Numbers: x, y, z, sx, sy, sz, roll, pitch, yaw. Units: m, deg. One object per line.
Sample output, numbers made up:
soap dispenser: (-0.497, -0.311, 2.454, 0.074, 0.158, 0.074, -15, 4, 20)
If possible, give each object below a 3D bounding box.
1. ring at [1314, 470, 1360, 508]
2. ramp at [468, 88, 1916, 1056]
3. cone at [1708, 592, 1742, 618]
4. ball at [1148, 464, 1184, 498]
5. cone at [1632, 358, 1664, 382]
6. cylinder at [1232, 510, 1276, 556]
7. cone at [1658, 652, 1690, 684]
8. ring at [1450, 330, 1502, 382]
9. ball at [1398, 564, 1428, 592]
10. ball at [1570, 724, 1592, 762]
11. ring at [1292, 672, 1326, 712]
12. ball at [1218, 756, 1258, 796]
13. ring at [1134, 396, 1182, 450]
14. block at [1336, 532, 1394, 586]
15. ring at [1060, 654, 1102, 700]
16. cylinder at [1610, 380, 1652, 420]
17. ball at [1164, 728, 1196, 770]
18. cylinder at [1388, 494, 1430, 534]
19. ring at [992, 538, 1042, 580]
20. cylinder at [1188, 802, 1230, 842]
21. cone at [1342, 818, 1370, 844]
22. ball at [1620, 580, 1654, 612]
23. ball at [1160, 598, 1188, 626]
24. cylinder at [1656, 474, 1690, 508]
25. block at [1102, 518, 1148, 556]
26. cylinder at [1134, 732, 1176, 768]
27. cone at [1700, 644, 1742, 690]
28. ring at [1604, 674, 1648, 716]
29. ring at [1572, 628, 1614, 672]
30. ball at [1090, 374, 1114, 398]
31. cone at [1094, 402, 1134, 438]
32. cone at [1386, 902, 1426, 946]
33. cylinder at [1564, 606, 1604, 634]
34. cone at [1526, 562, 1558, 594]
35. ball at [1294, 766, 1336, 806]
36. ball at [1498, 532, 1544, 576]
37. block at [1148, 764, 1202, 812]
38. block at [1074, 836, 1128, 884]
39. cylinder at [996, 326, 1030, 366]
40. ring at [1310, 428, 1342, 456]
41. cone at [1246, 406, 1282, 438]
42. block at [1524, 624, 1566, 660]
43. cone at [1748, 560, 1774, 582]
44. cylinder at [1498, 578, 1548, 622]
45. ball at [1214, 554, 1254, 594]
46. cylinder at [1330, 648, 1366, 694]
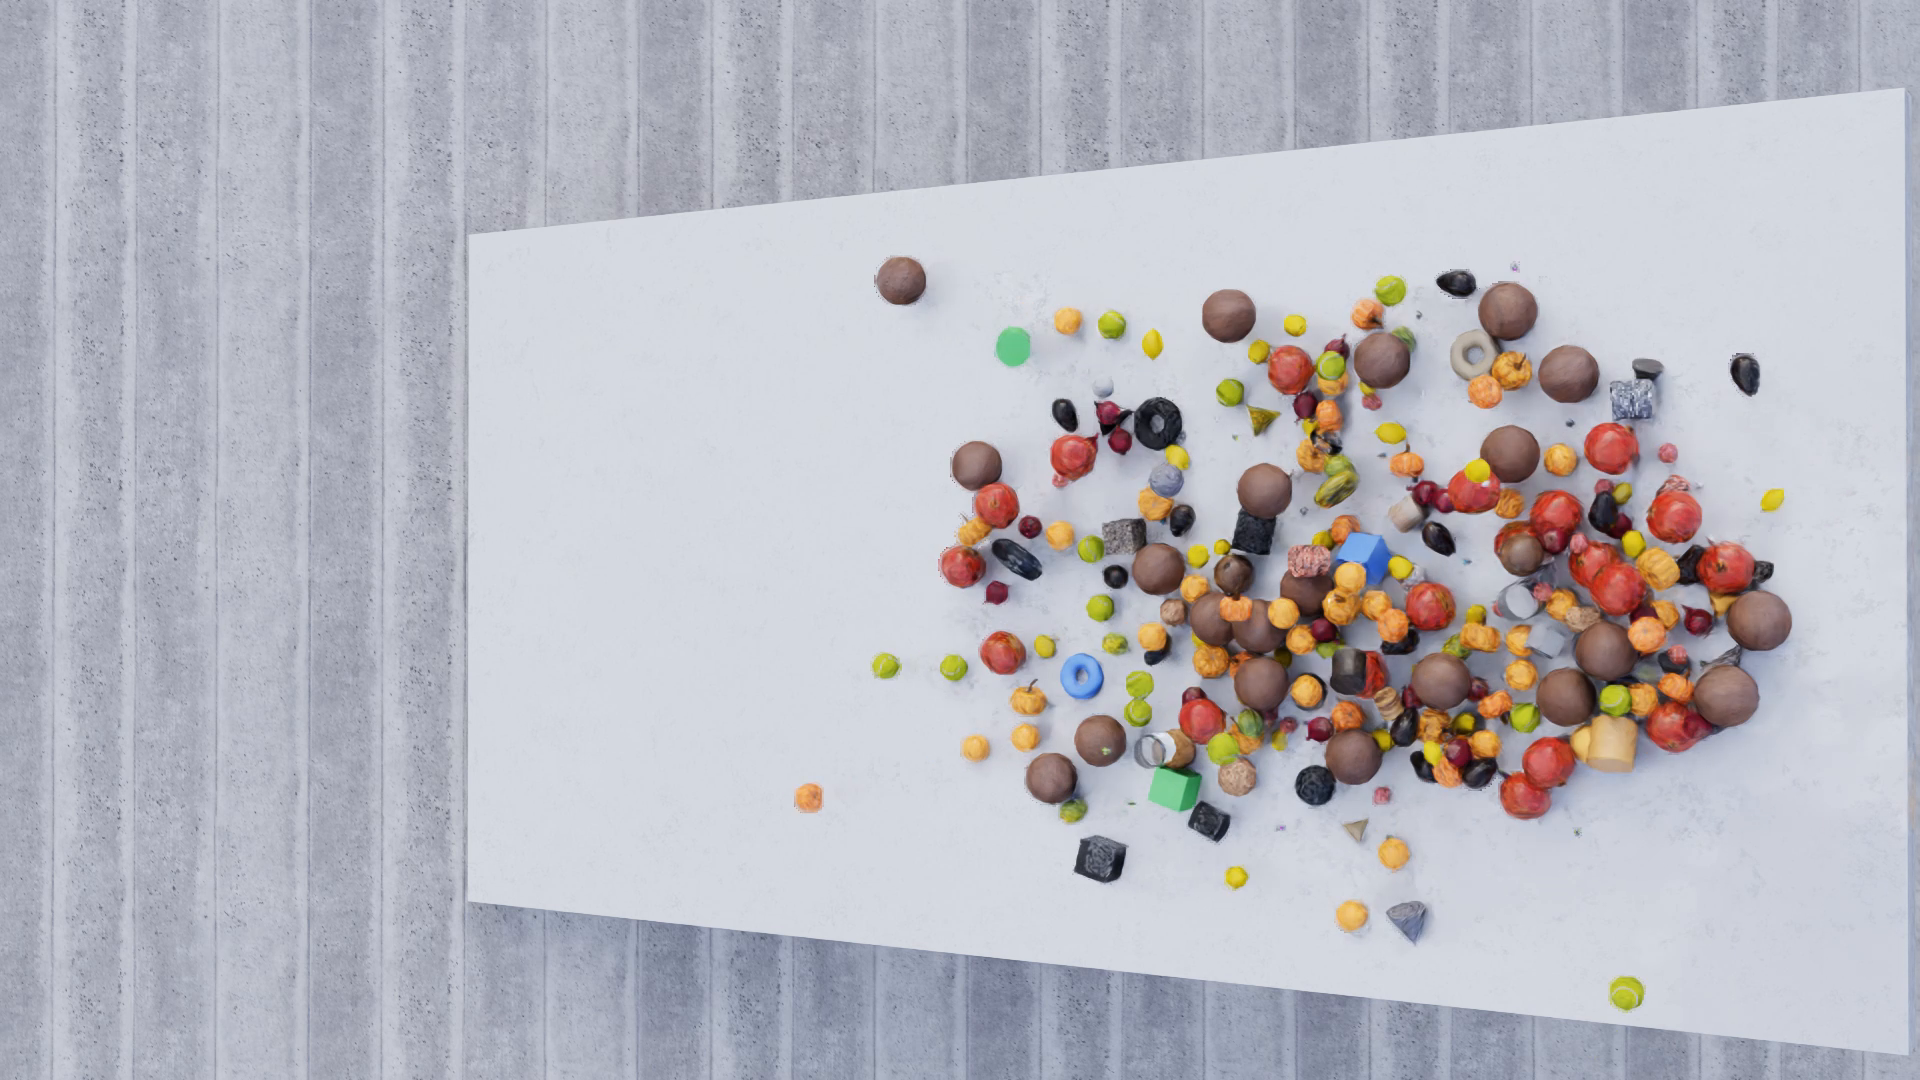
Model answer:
ring: (0.868, -0.116, 5.064, 0.117, 0.117, 0.039, -34, 70, 0)
ramp: (0.266, 0.073, 5.615, 4.000, 0.100, 2.000, 0, 89, 31)
cone: (1.641, 0.131, 4.697, 0.063, 0.063, 0.063, -15, 89, 9)
ball: (0.486, -0.140, 5.178, 0.081, 0.081, 0.081, 0, 89, 0)
cone: (1.498, -0.350, 4.804, 0.069, 0.069, 0.069, -1, 120, 0)
cylinder: (0.701, -0.018, 5.243, 0.091, 0.091, 0.091, 12, 96, 0)
cone: (1.543, 0.288, 4.773, 0.067, 0.067, 0.067, 0, 121, 0)
ring: (1.171, -0.418, 4.996, 0.120, 0.040, 0.120, 1, 92, 30)
ball: (1.039, 0.087, 5.044, 0.067, 0.067, 0.067, 0, 89, 0)
ball: (1.385, 0.447, 4.833, 0.087, 0.087, 0.087, 0, 89, 0)
ring: (0.825, 0.360, 5.200, 0.093, 0.031, 0.093, 0, 90, 38)
ball: (0.663, 0.566, 5.259, 0.094, 0.094, 0.094, 0, 89, 0)
ring: (0.485, -0.286, 5.404, 0.131, 0.044, 0.131, 1, 92, 35)
block: (0.933, 0.043, 5.073, 0.082, 0.082, 0.082, -56, 132, -26)
ring: (0.305, 0.342, 5.509, 0.116, 0.039, 0.116, -1, 88, 30)
cylinder: (1.458, -0.305, 4.775, 0.085, 0.085, 0.085, -2, 89, 19)
ball: (0.526, 0.507, 5.340, 0.098, 0.098, 0.098, 0, 89, 0)
cylinder: (1.032, -0.061, 5.060, 0.068, 0.068, 0.068, -39, 90, 25)
ring: (0.144, 0.048, 5.550, 0.147, 0.147, 0.049, 35, 81, 0)
cylinder: (0.602, 0.678, 5.297, 0.073, 0.073, 0.073, 26, 89, 31)
cone: (0.933, 0.670, 5.136, 0.060, 0.060, 0.060, -39, 90, -4)
ball: (1.475, 0.121, 4.791, 0.071, 0.071, 0.071, 0, 89, 0)
ball: (0.521, 0.175, 5.363, 0.069, 0.069, 0.069, 0, 89, 0)
cylinder: (1.533, -0.105, 4.727, 0.052, 0.052, 0.052, 45, 73, 0)
block: (0.407, -0.008, 5.422, 0.079, 0.079, 0.079, -4, 95, 31)
cylinder: (0.464, 0.501, 5.240, 0.077, 0.077, 0.077, 3, 96, 29)
cone: (1.640, 0.258, 4.681, 0.092, 0.092, 0.092, 27, 101, 0)
ring: (1.449, 0.338, 4.786, 0.098, 0.033, 0.098, 2, 63, -5)
ring: (1.396, 0.241, 4.850, 0.034, 0.103, 0.103, -2, 89, -41)
ball: (0.349, -0.376, 5.376, 0.060, 0.060, 0.060, 0, 89, 0)
cone: (0.389, -0.310, 5.461, 0.093, 0.093, 0.093, -13, 89, 5)
cone: (1.036, 0.892, 5.053, 0.092, 0.092, 0.092, -16, 100, 0)
cylinder: (1.366, 0.175, 4.815, 0.059, 0.059, 0.059, 0, 91, -17)
cone: (1.278, 0.078, 4.882, 0.071, 0.071, 0.071, 9, 89, -6)
ball: (0.834, 0.576, 5.156, 0.096, 0.096, 0.096, 0, 89, 0)
ball: (1.224, 0.032, 4.796, 0.096, 0.096, 0.096, 0, 89, 0)
block: (0.523, 0.602, 5.347, 0.087, 0.087, 0.087, 19, 99, 30)
block: (0.349, 0.790, 5.450, 0.087, 0.087, 0.087, 15, 97, 30)
cylinder: (0.135, -0.489, 5.546, 0.086, 0.086, 0.086, 1, 107, 2)
ring: (0.850, -0.229, 5.109, 0.080, 0.080, 0.027, 28, 128, 0)
cone: (0.733, -0.295, 5.259, 0.080, 0.080, 0.080, -15, 89, 3)
block: (1.293, 0.225, 4.862, 0.054, 0.054, 0.054, 29, 84, -19)
cone: (1.697, 0.055, 4.686, 0.053, 0.053, 0.053, -13, 127, -18)
cylinder: (1.256, 0.134, 4.906, 0.085, 0.085, 0.085, 7, 102, 35)
ball: (0.657, 0.082, 5.266, 0.097, 0.097, 0.097, 0, 89, 0)
cylinder: (0.881, 0.297, 4.984, 0.077, 0.077, 0.077, 13, 51, 0)
